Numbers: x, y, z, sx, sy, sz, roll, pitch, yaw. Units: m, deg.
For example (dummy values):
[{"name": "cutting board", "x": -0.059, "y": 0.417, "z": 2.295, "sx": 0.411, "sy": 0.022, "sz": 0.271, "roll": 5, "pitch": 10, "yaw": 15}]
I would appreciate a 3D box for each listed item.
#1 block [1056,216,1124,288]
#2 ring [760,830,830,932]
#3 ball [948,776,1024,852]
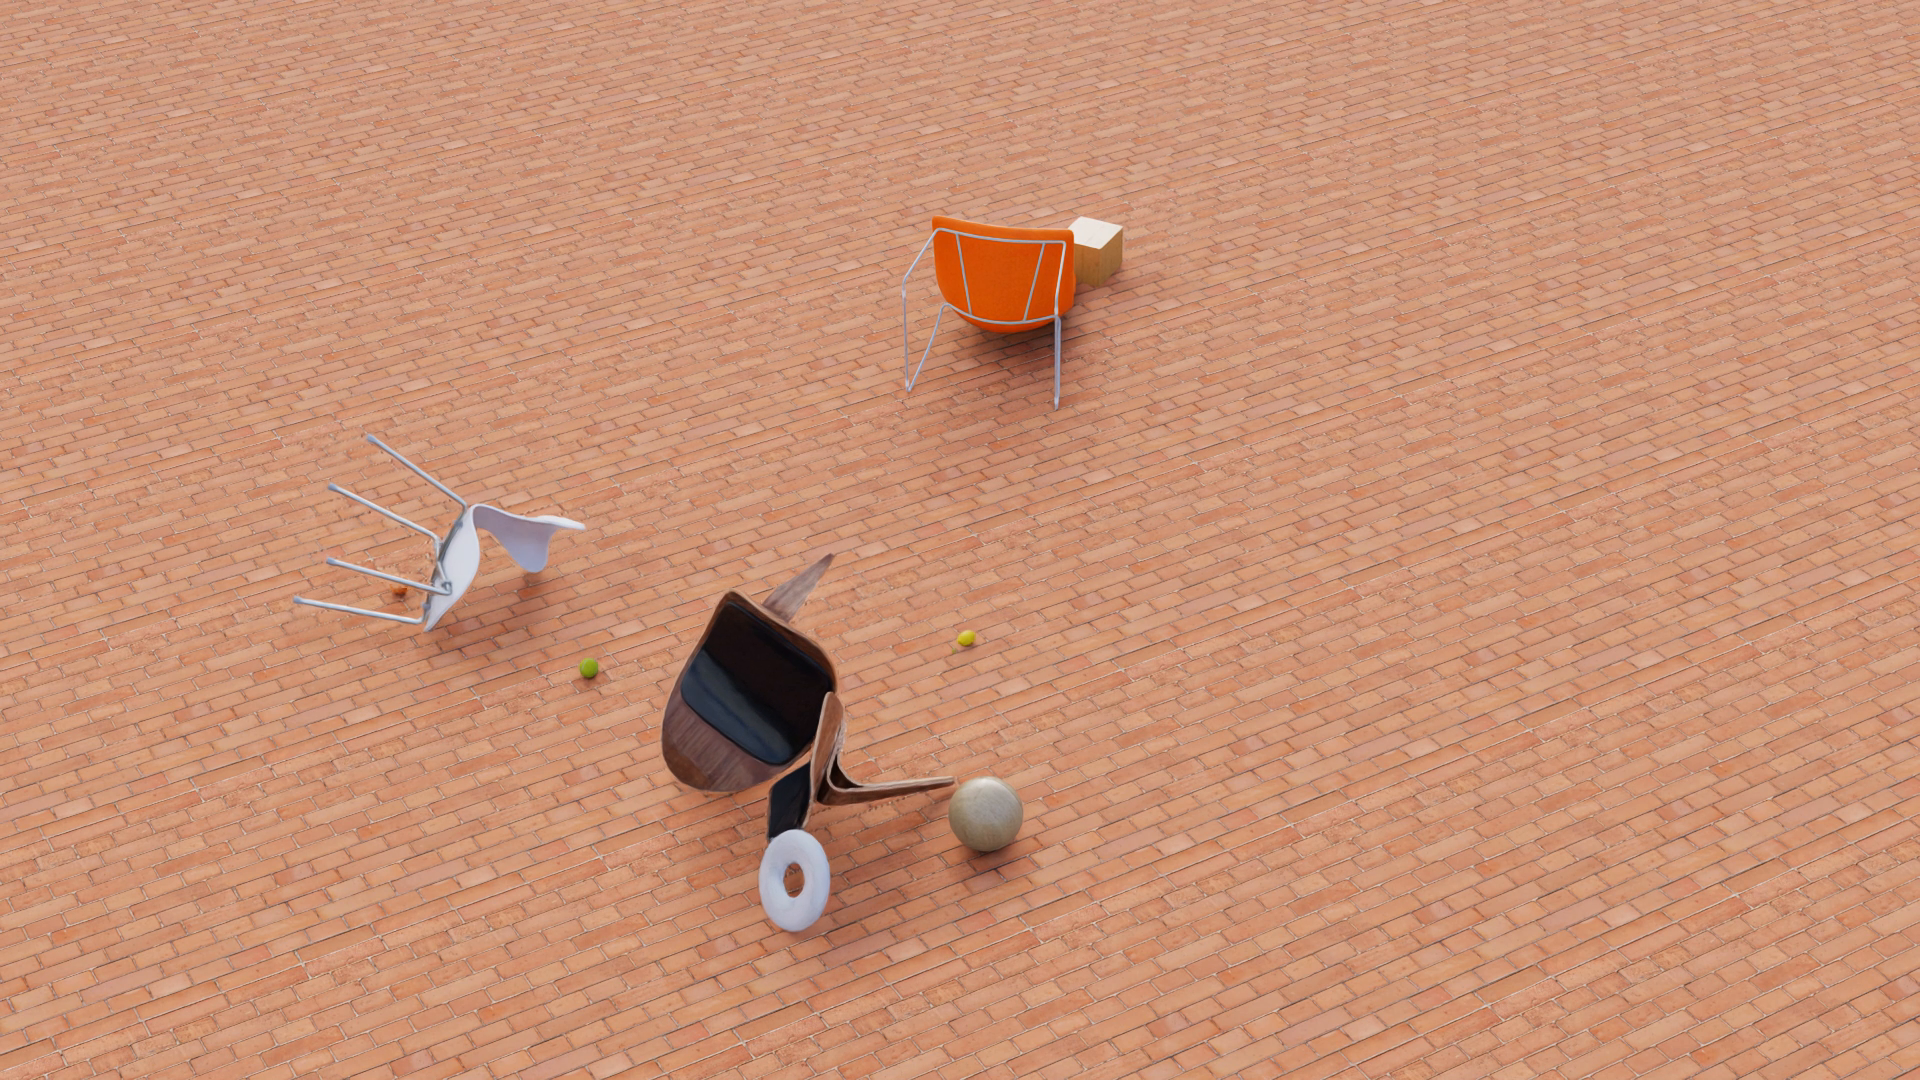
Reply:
[{"name": "block", "x": 0.560, "y": -1.246, "z": 12.667, "sx": 0.204, "sy": 0.185, "sz": 0.236, "roll": 16, "pitch": 37, "yaw": 23}, {"name": "ring", "x": -0.515, "y": 1.057, "z": 9.099, "sx": 0.045, "sy": 0.315, "sz": 0.322, "roll": 9, "pitch": 35, "yaw": -45}, {"name": "ball", "x": 0.083, "y": 0.877, "z": 9.394, "sx": 0.242, "sy": 0.242, "sz": 0.242, "roll": 0, "pitch": 33, "yaw": 0}]
